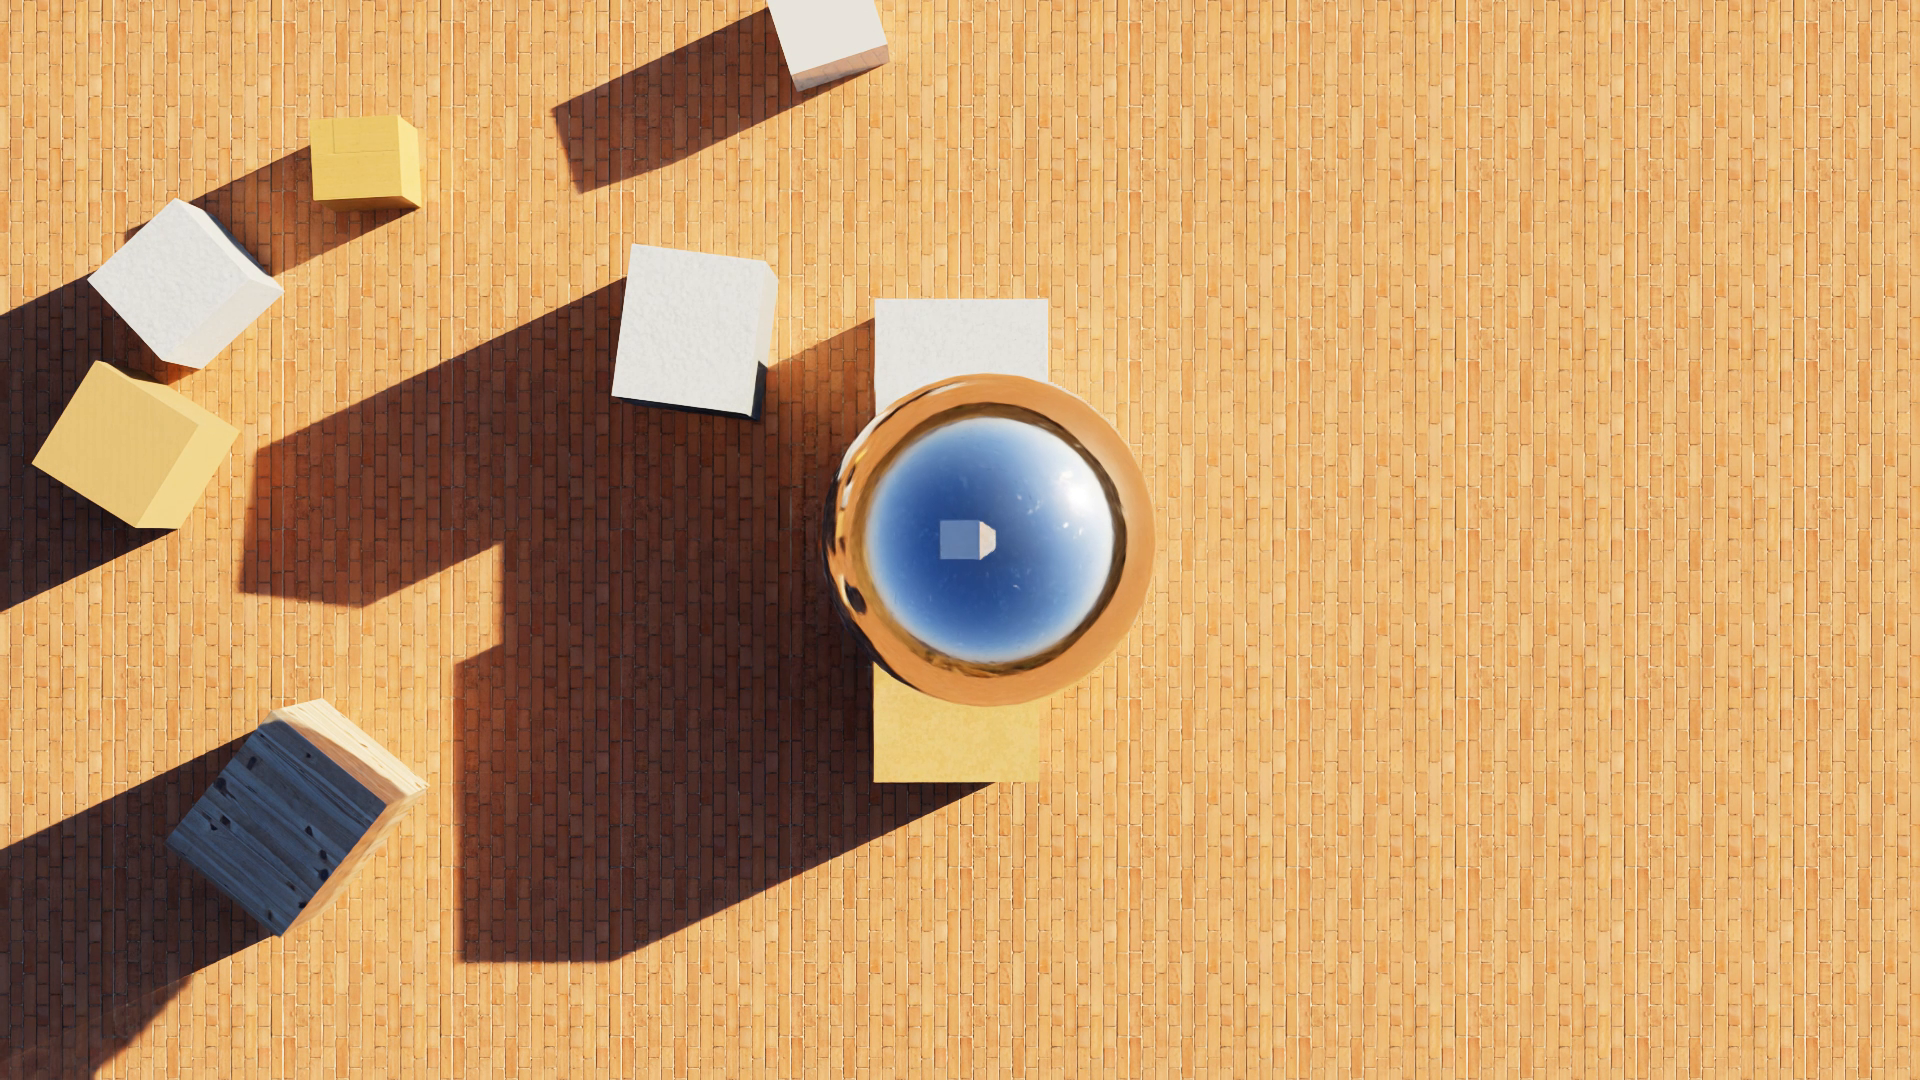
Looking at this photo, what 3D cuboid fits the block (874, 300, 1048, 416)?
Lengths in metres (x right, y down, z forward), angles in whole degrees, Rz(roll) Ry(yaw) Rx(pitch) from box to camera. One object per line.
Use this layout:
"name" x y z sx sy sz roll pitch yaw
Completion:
"block" 0.008 -0.895 12.585 0.957 0.830 0.877 0 90 0

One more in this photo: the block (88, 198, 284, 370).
"block" -4.448 -1.466 12.679 0.675 0.642 0.621 -43 90 0

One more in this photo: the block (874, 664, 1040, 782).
"block" -0.019 0.916 12.539 0.908 0.921 0.826 0 90 0

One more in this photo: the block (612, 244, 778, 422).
"block" -1.497 -1.167 12.566 0.746 0.868 0.847 8 90 0

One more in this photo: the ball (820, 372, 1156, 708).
"ball" 0.135 0.000 10.479 1.600 1.600 1.600 0 90 0

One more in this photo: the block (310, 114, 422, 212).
"block" -3.448 -2.182 12.773 0.504 0.455 0.461 -3 90 0

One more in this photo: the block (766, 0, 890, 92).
"block" -0.770 -2.992 12.761 0.578 0.477 0.536 -18 90 0

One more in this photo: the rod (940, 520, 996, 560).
"rod" 0.058 0.000 7.080 0.080 5.200 0.080 0 90 1

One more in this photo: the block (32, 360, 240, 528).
"block" -4.721 -0.536 12.646 0.681 0.708 0.677 32 90 0

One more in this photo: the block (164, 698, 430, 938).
"block" -3.747 1.557 12.516 0.821 0.968 0.939 39 90 0
